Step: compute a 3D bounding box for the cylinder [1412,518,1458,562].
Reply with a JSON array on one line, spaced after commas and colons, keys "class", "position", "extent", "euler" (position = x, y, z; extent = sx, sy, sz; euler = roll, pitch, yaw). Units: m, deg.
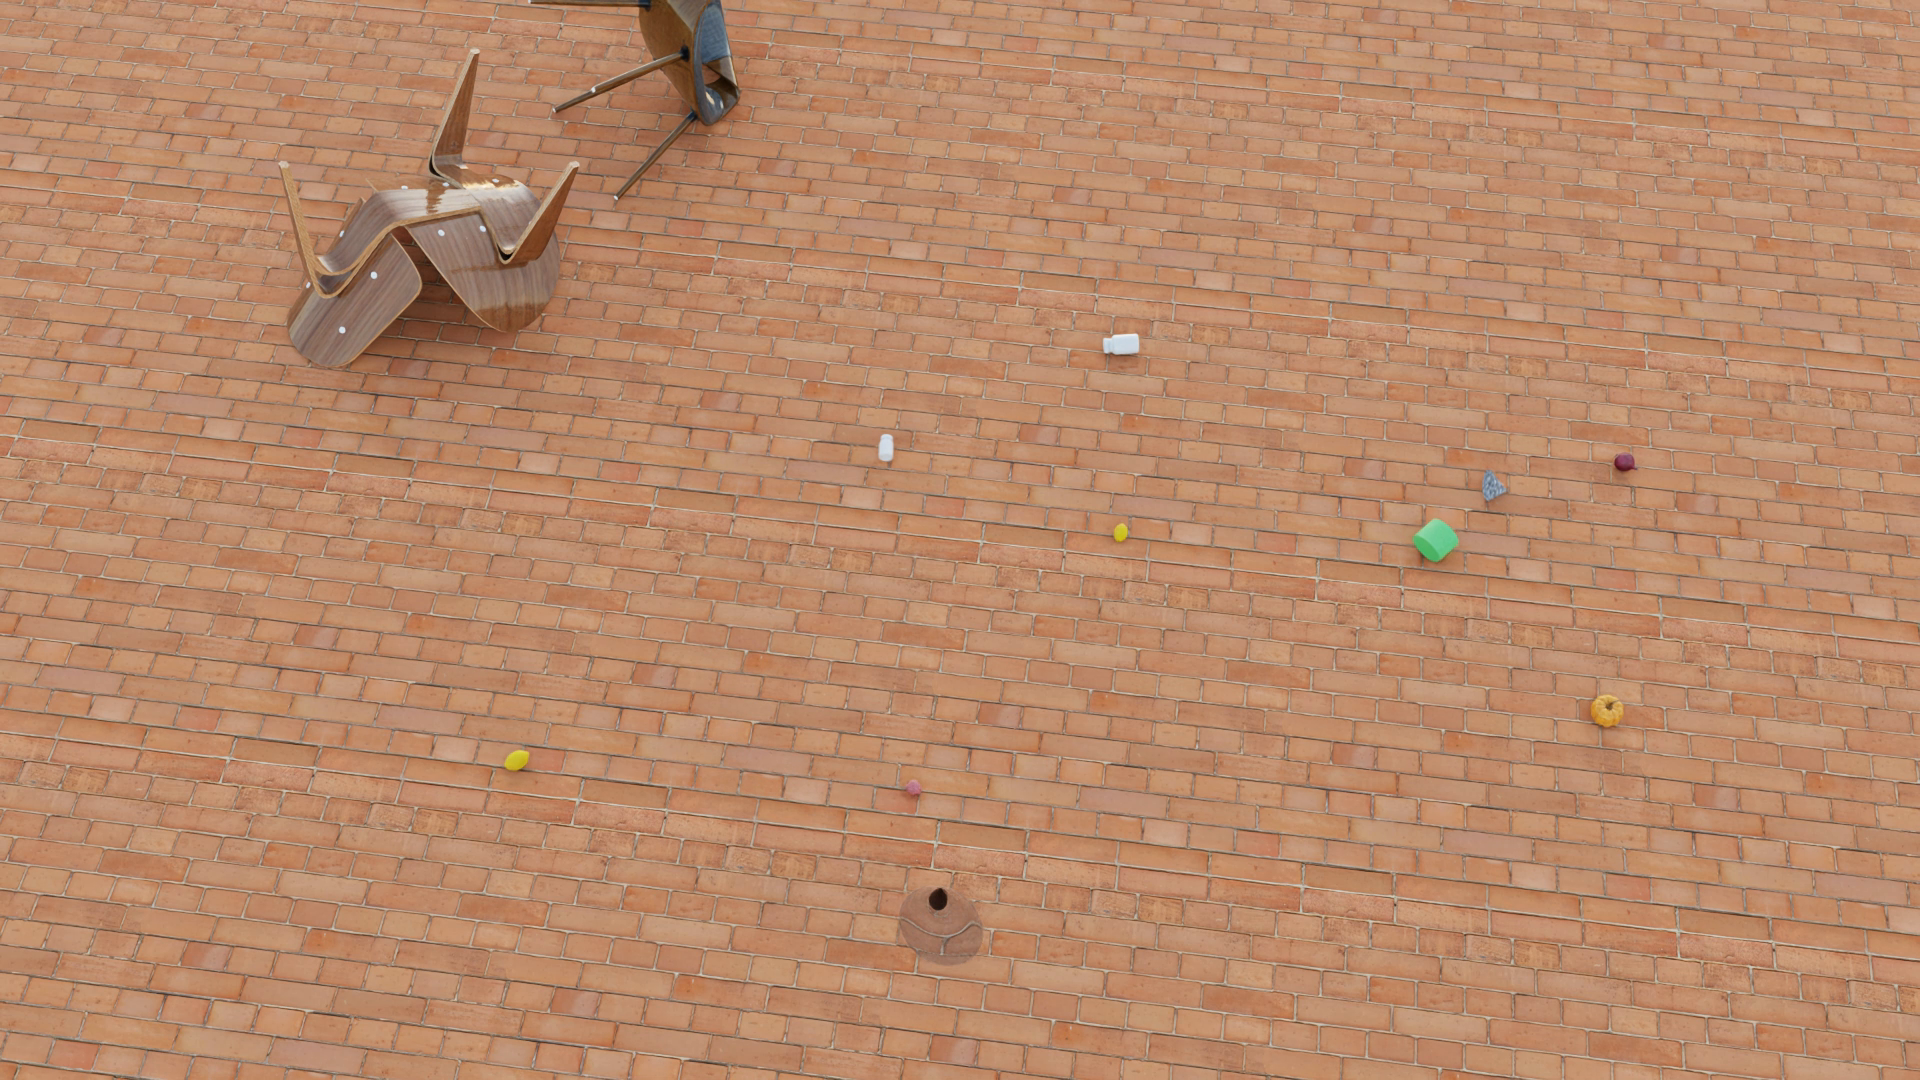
[{"class": "cylinder", "position": [1.413, 0.001, 6.529], "extent": [0.087, 0.072, 0.105], "euler": [-38, 72, -22]}]

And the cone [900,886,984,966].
[{"class": "cone", "position": [-0.050, 0.965, 5.785], "extent": [0.206, 0.235, 0.250], "euler": [-36, 63, -21]}]
